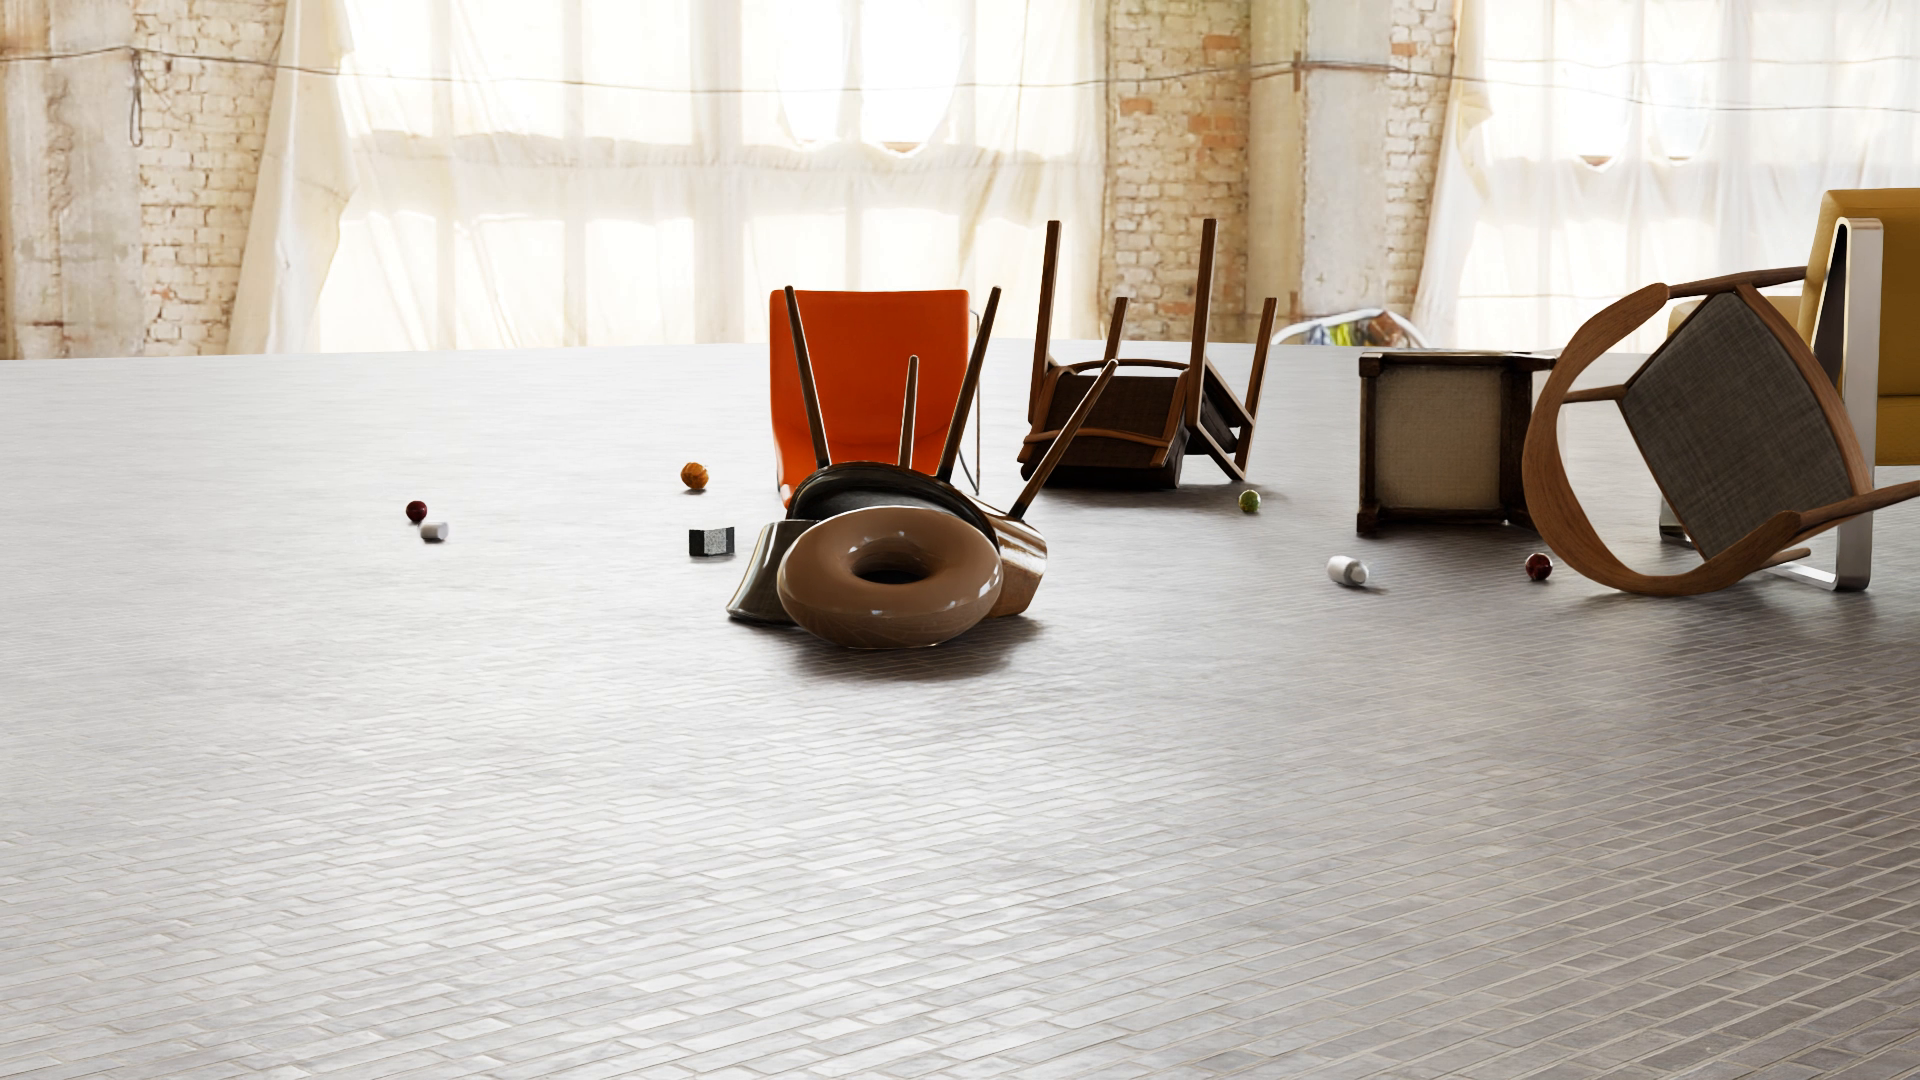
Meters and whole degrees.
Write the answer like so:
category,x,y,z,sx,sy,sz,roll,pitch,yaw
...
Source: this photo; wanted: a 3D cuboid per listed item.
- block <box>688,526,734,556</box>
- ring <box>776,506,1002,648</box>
category,x,y,z,sx,sy,sz,roll,pitch,yaw
block,-0.588,0.002,6.083,0.057,0.063,0.107,3,7,30
ring,-0.125,0.068,4.656,0.427,0.124,0.337,-10,42,-24
